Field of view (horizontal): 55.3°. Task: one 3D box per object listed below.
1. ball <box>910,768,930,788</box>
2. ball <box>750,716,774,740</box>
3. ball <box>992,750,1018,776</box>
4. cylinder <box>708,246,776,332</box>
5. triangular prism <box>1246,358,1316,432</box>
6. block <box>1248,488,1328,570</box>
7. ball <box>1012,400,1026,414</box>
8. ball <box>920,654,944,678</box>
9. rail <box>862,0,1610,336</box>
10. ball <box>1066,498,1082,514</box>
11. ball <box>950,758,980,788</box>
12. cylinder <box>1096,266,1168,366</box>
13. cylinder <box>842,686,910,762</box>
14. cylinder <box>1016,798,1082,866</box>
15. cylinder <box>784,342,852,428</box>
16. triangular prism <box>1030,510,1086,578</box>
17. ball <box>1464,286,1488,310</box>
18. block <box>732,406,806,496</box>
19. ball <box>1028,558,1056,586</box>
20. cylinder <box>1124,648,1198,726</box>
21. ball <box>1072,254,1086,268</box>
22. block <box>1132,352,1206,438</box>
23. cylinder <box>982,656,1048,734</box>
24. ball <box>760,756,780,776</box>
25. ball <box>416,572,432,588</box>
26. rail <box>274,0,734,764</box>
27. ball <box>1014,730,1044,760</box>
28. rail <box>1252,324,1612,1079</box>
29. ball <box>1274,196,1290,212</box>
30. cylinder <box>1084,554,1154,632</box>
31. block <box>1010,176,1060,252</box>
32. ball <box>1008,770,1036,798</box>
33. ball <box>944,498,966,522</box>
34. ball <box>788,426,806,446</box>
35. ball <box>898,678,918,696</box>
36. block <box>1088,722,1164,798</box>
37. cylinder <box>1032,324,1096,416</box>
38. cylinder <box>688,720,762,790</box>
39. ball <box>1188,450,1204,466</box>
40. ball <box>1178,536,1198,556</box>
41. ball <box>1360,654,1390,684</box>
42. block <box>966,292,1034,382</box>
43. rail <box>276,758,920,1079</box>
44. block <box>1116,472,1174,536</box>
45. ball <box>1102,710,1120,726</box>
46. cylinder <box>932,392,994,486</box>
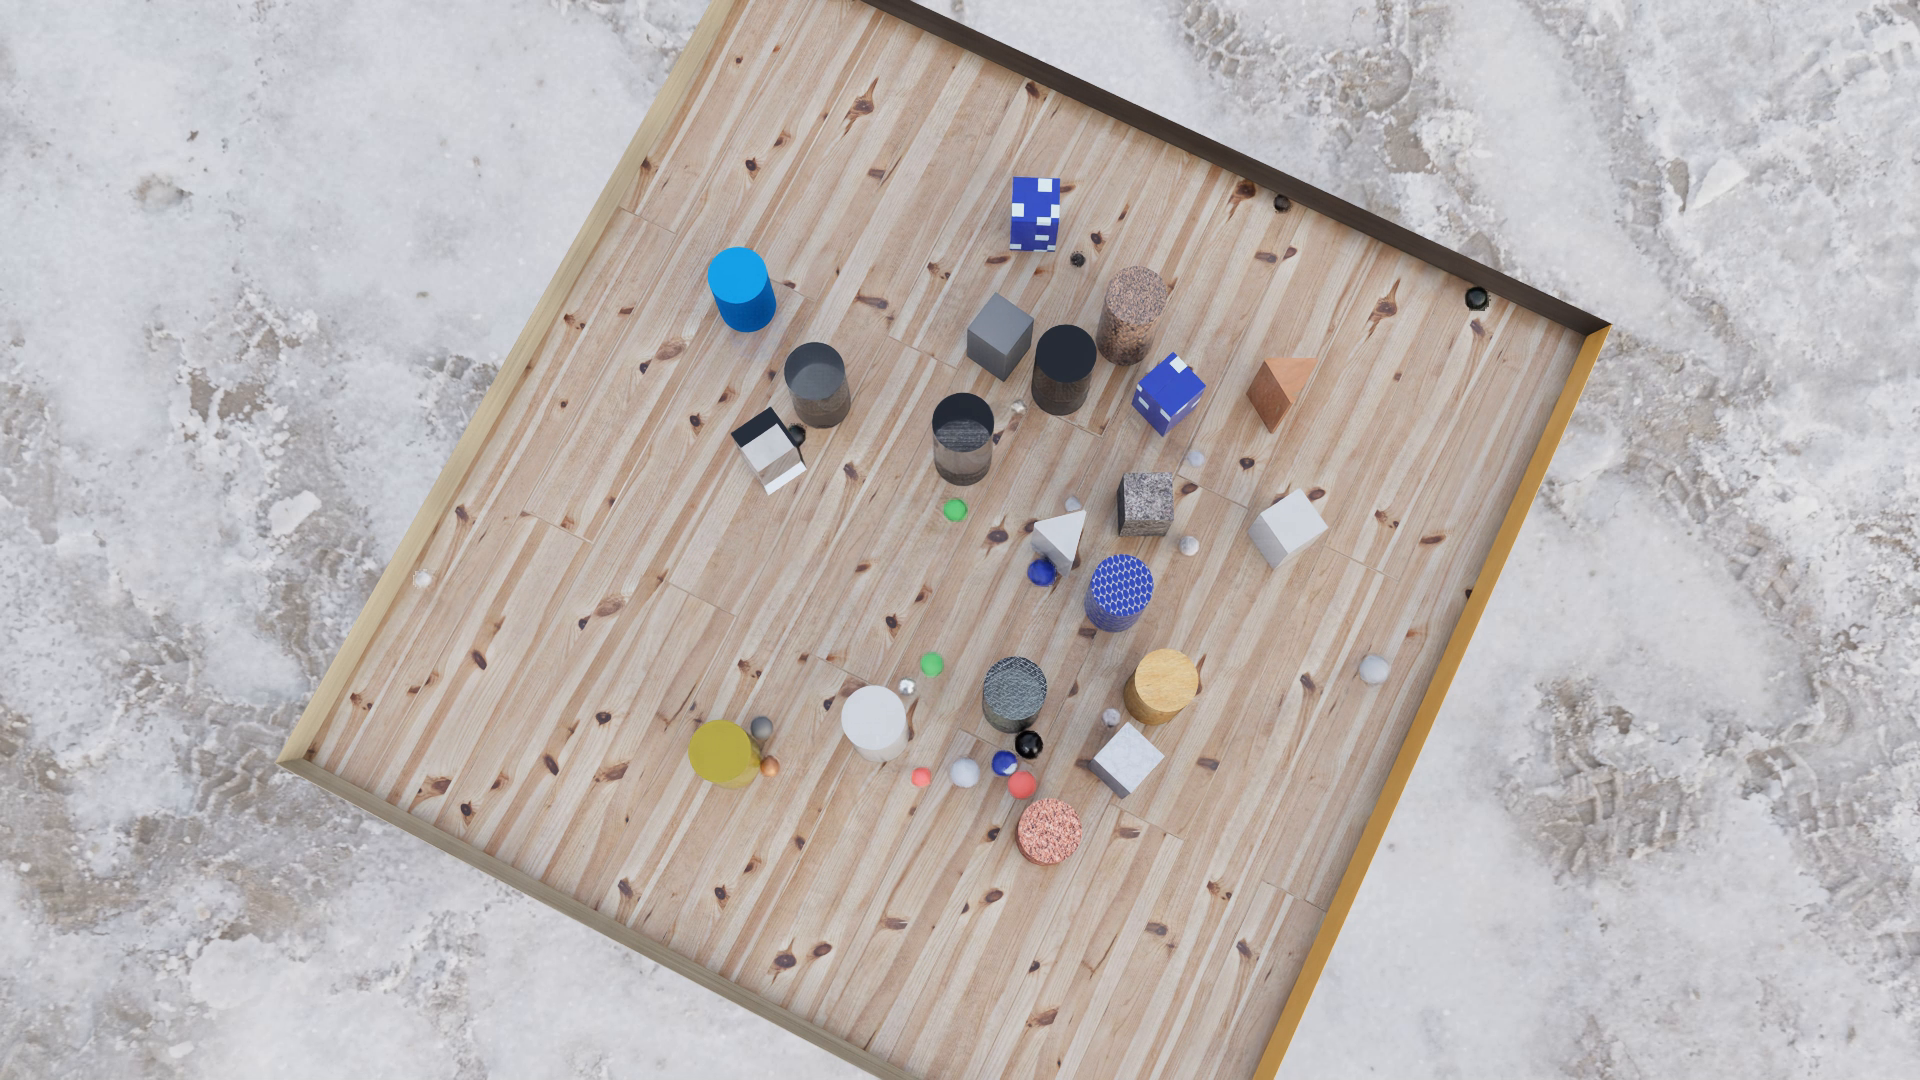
[{"bbox_3d":[-0.117,0.704,5.441,0.058,0.058,0.058,0,78,0],"label":"ball"},{"bbox_3d":[-0.591,0.561,5.465,0.069,0.069,0.069,0,78,0],"label":"ball"},{"bbox_3d":[0.132,0.662,5.440,0.077,0.077,0.077,0,78,0],"label":"ball"},{"bbox_3d":[-0.668,-0.767,5.633,0.179,0.277,0.179,0,78,0],"label":"cylinder"},{"bbox_3d":[0.950,-0.462,5.532,0.134,0.352,0.155,30,80,6],"label":"triangular prism"},{"bbox_3d":[0.979,-0.031,5.491,0.143,0.257,0.143,-33,80,-6],"label":"block"},{"bbox_3d":[0.182,-0.411,5.677,0.047,0.047,0.047,0,78,0],"label":"ball"},{"bbox_3d":[-0.084,0.377,5.502,0.071,0.071,0.071,0,78,0],"label":"ball"},{"bbox_3d":[0.660,-1.287,5.822,2.990,0.116,0.045,26,80,5],"label":"rail"},{"bbox_3d":[0.347,-0.107,5.613,0.050,0.050,0.050,0,78,0],"label":"ball"},{"bbox_3d":[0.014,0.689,5.429,0.089,0.089,0.089,0,78,0],"label":"ball"},{"bbox_3d":[0.516,-0.673,5.546,0.179,0.409,0.179,0,78,0],"label":"cylinder"},{"bbox_3d":[-0.240,0.535,5.294,0.179,0.415,0.179,0,78,0],"label":"cylinder"},{"bbox_3d":[0.253,0.845,5.283,0.179,0.311,0.179,0,78,0],"label":"cylinder"},{"bbox_3d":[-0.428,-0.464,5.548,0.179,0.321,0.179,0,78,0],"label":"cylinder"},{"bbox_3d":[0.318,-0.010,5.474,0.134,0.283,0.155,-44,82,-8],"label":"triangular prism"},{"bbox_3d":[1.616,-0.756,5.735,0.073,0.073,0.073,0,78,0],"label":"ball"},{"bbox_3d":[-0.573,-0.265,5.517,0.143,0.302,0.143,-35,80,-7],"label":"block"},{"bbox_3d":[0.247,0.098,5.554,0.083,0.083,0.083,0,78,0],"label":"ball"},{"bbox_3d":[0.581,0.432,5.338,0.179,0.371,0.179,0,78,0],"label":"cylinder"},{"bbox_3d":[0.374,-0.881,5.777,0.042,0.042,0.042,0,78,0],"label":"ball"},{"bbox_3d":[0.634,-0.441,5.586,0.143,0.238,0.143,-41,81,-8],"label":"block"},{"bbox_3d":[0.155,0.454,5.321,0.179,0.394,0.179,0,78,0],"label":"cylinder"},{"bbox_3d":[-0.565,0.672,5.447,0.060,0.060,0.060,0,78,0],"label":"ball"},{"bbox_3d":[-1.629,0.120,5.568,0.047,0.047,0.047,0,78,0],"label":"ball"},{"bbox_3d":[-1.316,-0.638,5.688,0.045,0.116,3.000,26,80,5],"label":"rail"},{"bbox_3d":[0.205,0.609,5.446,0.086,0.086,0.086,0,78,0],"label":"ball"},{"bbox_3d":[1.316,0.650,5.421,0.045,0.116,3.000,26,80,5],"label":"rail"},{"bbox_3d":[1.021,-1.066,5.809,0.054,0.054,0.054,0,78,0],"label":"ball"},{"bbox_3d":[0.467,0.161,5.419,0.179,0.320,0.179,0,78,0],"label":"cylinder"},{"bbox_3d":[0.231,-1.010,5.698,0.143,0.249,0.143,2,78,0],"label":"block"},{"bbox_3d":[0.186,0.723,5.425,0.082,0.082,0.082,0,78,0],"label":"ball"},{"bbox_3d":[-0.015,-0.091,5.598,0.071,0.071,0.071,0,78,0],"label":"ball"},{"bbox_3d":[-0.505,-0.322,5.651,0.063,0.063,0.063,0,78,0],"label":"ball"},{"bbox_3d":[-0.157,0.441,5.496,0.058,0.058,0.058,0,78,0],"label":"ball"},{"bbox_3d":[0.479,0.645,5.333,0.143,0.293,0.143,43,81,8],"label":"block"},{"bbox_3d":[0.311,-0.510,5.538,0.179,0.360,0.179,0,78,0],"label":"cylinder"},{"bbox_3d":[-0.683,0.628,5.345,0.179,0.276,0.179,0,78,0],"label":"cylinder"},{"bbox_3d":[0.726,-0.251,5.643,0.049,0.049,0.049,0,78,0],"label":"ball"},{"bbox_3d":[0.696,0.018,5.582,0.060,0.060,0.060,0,78,0],"label":"ball"},{"bbox_3d":[1.241,0.389,5.490,0.089,0.089,0.089,0,78,0],"label":"ball"},{"bbox_3d":[0.122,-0.618,5.603,0.143,0.277,0.143,36,81,7],"label":"block"},{"bbox_3d":[-0.660,1.299,5.287,2.990,0.116,0.045,26,80,5],"label":"rail"},{"bbox_3d":[0.556,-0.105,5.516,0.143,0.238,0.143,-1,78,0],"label":"block"},{"bbox_3d":[0.451,0.532,5.479,0.053,0.053,0.053,0,78,0],"label":"ball"},{"bbox_3d":[0.009,-0.295,5.465,0.179,0.416,0.179,0,78,0],"label":"cylinder"}]
